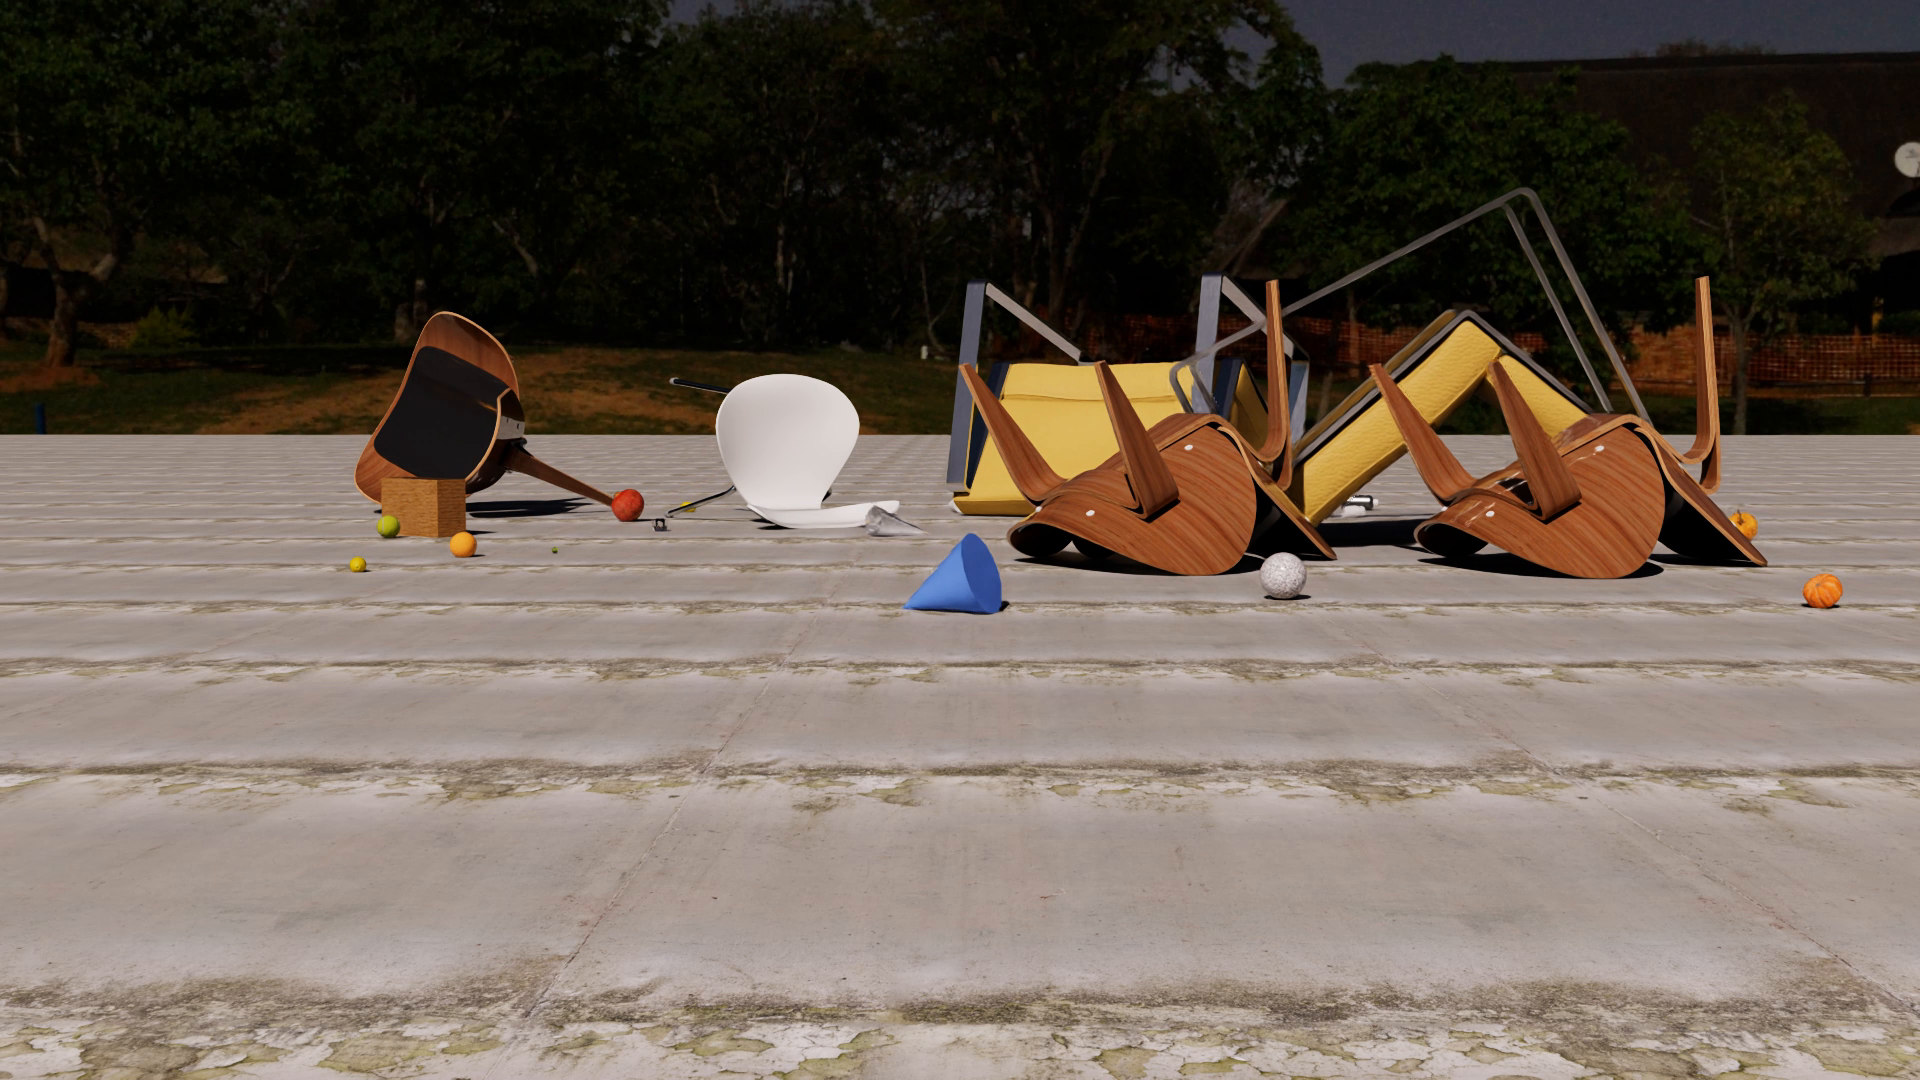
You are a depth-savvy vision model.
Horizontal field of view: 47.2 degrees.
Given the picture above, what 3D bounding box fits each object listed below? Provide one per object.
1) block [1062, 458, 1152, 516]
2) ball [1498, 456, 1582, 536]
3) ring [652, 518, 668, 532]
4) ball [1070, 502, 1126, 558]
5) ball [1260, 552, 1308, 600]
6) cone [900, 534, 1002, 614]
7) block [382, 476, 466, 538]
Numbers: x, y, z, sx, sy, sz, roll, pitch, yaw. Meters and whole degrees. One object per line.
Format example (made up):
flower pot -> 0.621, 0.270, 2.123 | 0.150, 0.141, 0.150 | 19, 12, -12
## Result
block -> 0.533, -0.195, 7.957 | 0.298, 0.195, 0.141 | 2, 4, 26
ball -> 1.760, -0.133, 6.676 | 0.248, 0.248, 0.248 | 0, 4, 0
ring -> -0.949, -0.047, 6.953 | 0.049, 0.039, 0.055 | 3, 6, 10
ball -> 0.366, -0.025, 5.825 | 0.149, 0.149, 0.149 | 0, 4, 0
ball -> 0.690, 0.077, 4.692 | 0.101, 0.101, 0.101 | 0, 4, 0
cone -> -0.038, 0.104, 4.462 | 0.191, 0.161, 0.220 | -24, 20, 18
block -> -1.650, -0.102, 6.763 | 0.284, 0.175, 0.104 | 3, 5, 40
